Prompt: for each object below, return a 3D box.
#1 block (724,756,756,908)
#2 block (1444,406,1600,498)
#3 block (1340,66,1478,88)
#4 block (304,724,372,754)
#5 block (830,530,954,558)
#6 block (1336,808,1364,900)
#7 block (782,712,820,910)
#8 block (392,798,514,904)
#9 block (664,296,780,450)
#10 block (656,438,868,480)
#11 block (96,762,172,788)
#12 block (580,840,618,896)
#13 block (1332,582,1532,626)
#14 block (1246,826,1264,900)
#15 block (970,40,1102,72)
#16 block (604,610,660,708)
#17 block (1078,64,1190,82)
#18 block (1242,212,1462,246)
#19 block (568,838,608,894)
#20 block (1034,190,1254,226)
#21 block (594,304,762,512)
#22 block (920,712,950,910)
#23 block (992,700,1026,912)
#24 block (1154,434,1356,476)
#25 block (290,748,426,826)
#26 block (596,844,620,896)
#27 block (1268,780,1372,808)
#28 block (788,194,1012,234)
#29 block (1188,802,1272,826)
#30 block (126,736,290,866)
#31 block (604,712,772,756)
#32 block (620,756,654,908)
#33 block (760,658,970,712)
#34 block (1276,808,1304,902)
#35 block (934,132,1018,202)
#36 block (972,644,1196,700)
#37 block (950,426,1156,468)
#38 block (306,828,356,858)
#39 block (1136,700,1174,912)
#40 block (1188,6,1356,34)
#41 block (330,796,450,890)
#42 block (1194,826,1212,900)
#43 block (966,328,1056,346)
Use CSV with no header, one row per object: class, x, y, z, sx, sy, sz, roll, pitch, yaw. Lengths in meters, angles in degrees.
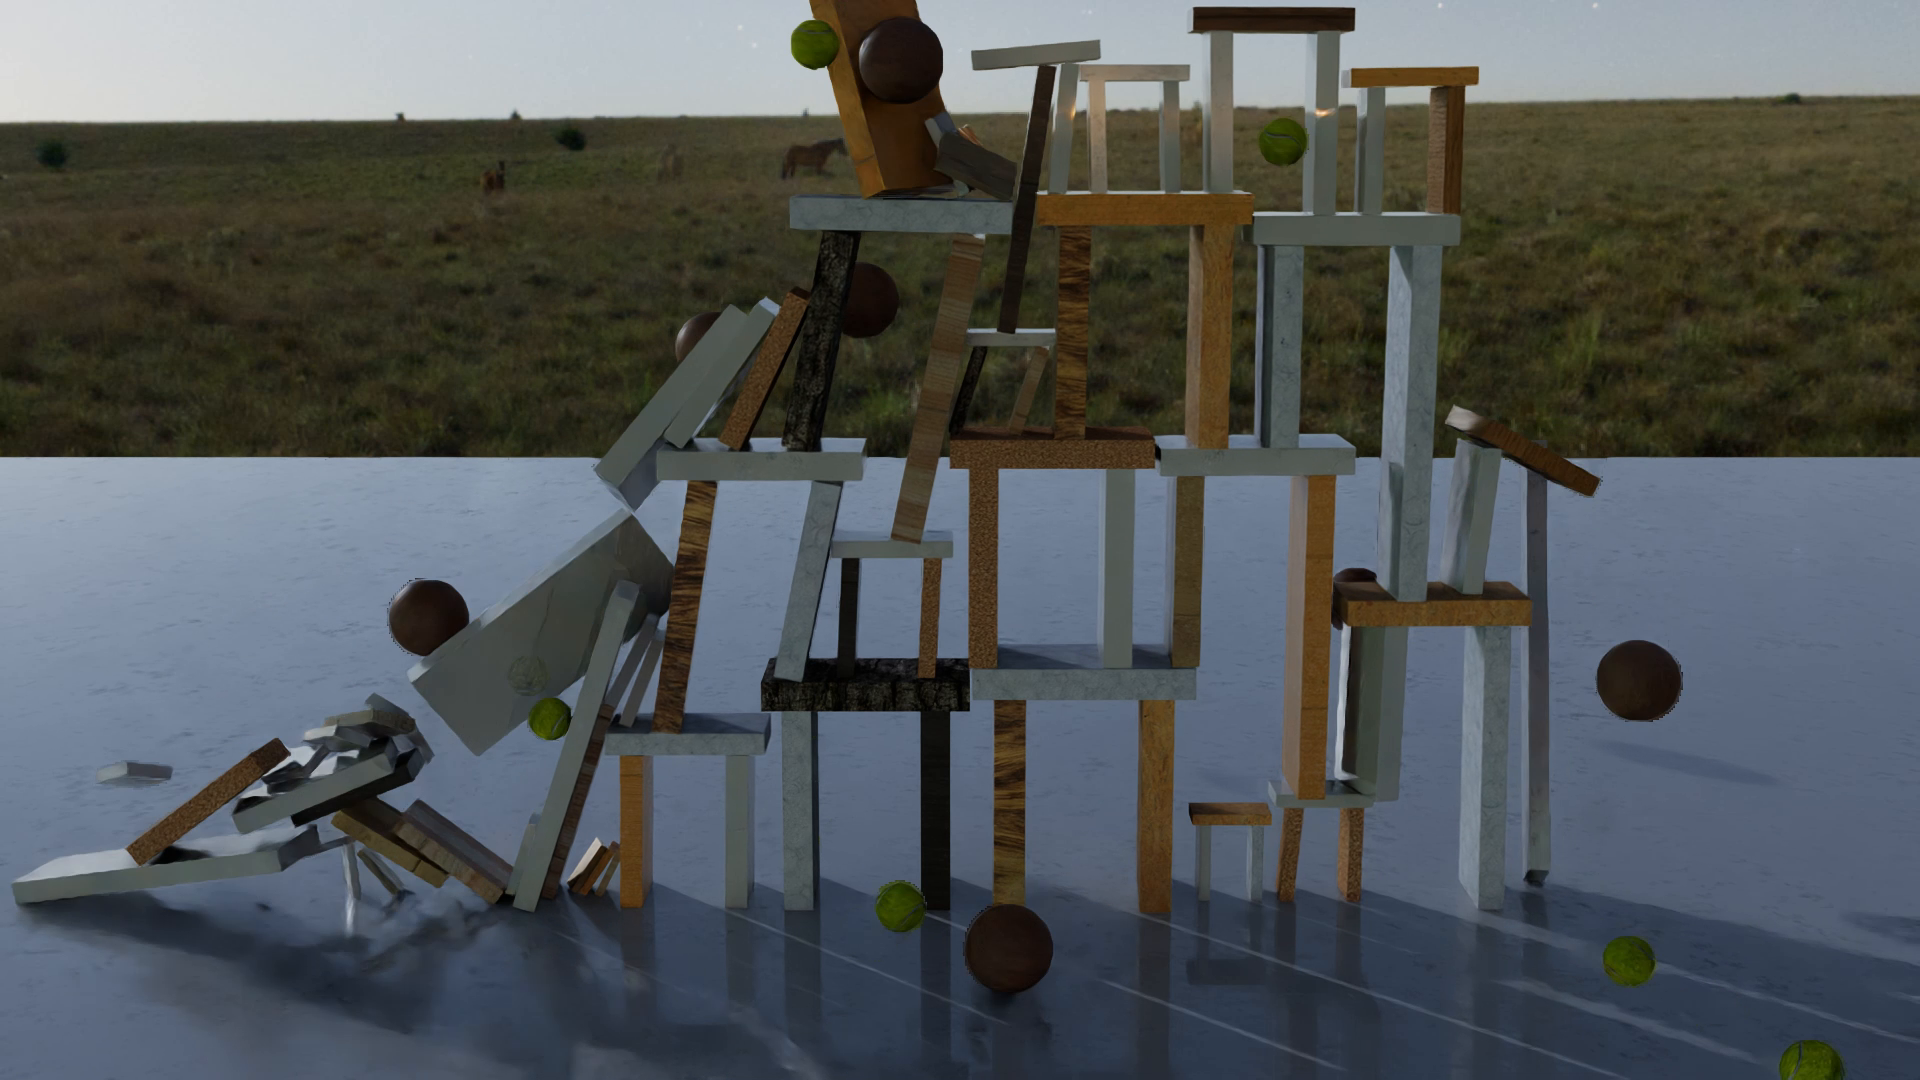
block,-0.364,0.464,3.641,0.036,0.257,0.129,1,11,0
block,0.913,-0.144,3.569,0.236,0.033,0.118,25,6,-22
block,0.698,-0.719,3.421,0.194,0.028,0.097,-1,11,0
block,-1.026,0.328,3.620,0.063,0.018,0.125,27,-24,-33
block,-0.109,0.006,3.561,0.196,0.028,0.098,0,11,0
block,0.649,0.511,3.659,0.023,0.159,0.080,0,11,-2
block,-0.263,0.425,3.643,0.047,0.335,0.167,0,11,0
block,-0.838,0.517,3.653,0.208,0.029,0.104,37,10,-5
block,-0.377,-0.268,3.517,0.037,0.261,0.130,36,9,-5
block,-0.316,-0.131,3.542,0.324,0.046,0.162,0,11,0
block,-1.455,0.414,3.873,0.078,0.022,0.157,12,-18,-38
block,-0.602,0.548,3.673,0.013,0.090,0.045,34,9,-6
block,0.762,0.103,3.569,0.293,0.042,0.147,0,11,-1
block,0.490,0.526,3.657,0.018,0.130,0.065,0,11,0
block,0.116,-0.752,3.415,0.198,0.028,0.099,-5,11,0
block,-0.538,0.196,3.610,0.022,0.153,0.076,27,9,-9
block,0.269,-0.727,3.425,0.171,0.024,0.086,0,11,0
block,0.612,-0.491,3.461,0.318,0.045,0.159,0,11,0
block,-0.625,0.545,3.688,0.013,0.090,0.045,34,-3,-22
block,0.286,-0.524,3.467,0.333,0.047,0.167,0,11,0
block,-0.464,-0.218,3.671,0.050,0.355,0.178,37,-9,8
block,-0.040,0.425,3.642,0.047,0.335,0.167,0,11,0
block,0.080,0.415,3.635,0.050,0.356,0.178,0,11,0
block,0.468,-0.137,3.541,0.309,0.044,0.154,-1,11,-2
block,-0.995,0.408,3.632,0.208,0.029,0.104,-22,11,1
block,-0.580,0.547,3.665,0.013,0.090,0.045,26,9,-5
block,0.596,0.421,3.643,0.159,0.023,0.080,0,11,-2
block,-0.090,-0.515,3.468,0.344,0.049,0.172,1,11,1
block,0.447,0.454,3.643,0.130,0.018,0.065,0,11,0
block,-1.225,0.426,3.590,0.260,0.037,0.130,-36,5,6
block,-0.445,0.319,3.615,0.257,0.036,0.129,0,11,0
block,-0.535,0.464,3.642,0.036,0.257,0.129,1,11,0
block,-0.152,0.237,3.608,0.335,0.047,0.167,0,11,0
block,0.548,0.511,3.656,0.023,0.159,0.080,5,11,2
block,0.025,-0.572,3.372,0.127,0.063,0.018,21,-31,-19
block,0.199,0.215,3.598,0.356,0.050,0.178,0,11,0
block,0.145,-0.149,3.528,0.322,0.046,0.161,0,11,0
block,-1.040,0.496,3.651,0.092,0.013,0.046,-19,20,3
block,0.322,0.415,3.634,0.050,0.356,0.178,0,11,3
block,0.479,-0.803,3.402,0.245,0.035,0.122,1,11,2
block,-0.934,0.496,3.660,0.208,0.029,0.104,32,14,-4
block,0.404,0.526,3.657,0.018,0.130,0.065,0,11,0
block,0.080,-0.323,3.503,0.143,0.020,0.072,0,10,0
